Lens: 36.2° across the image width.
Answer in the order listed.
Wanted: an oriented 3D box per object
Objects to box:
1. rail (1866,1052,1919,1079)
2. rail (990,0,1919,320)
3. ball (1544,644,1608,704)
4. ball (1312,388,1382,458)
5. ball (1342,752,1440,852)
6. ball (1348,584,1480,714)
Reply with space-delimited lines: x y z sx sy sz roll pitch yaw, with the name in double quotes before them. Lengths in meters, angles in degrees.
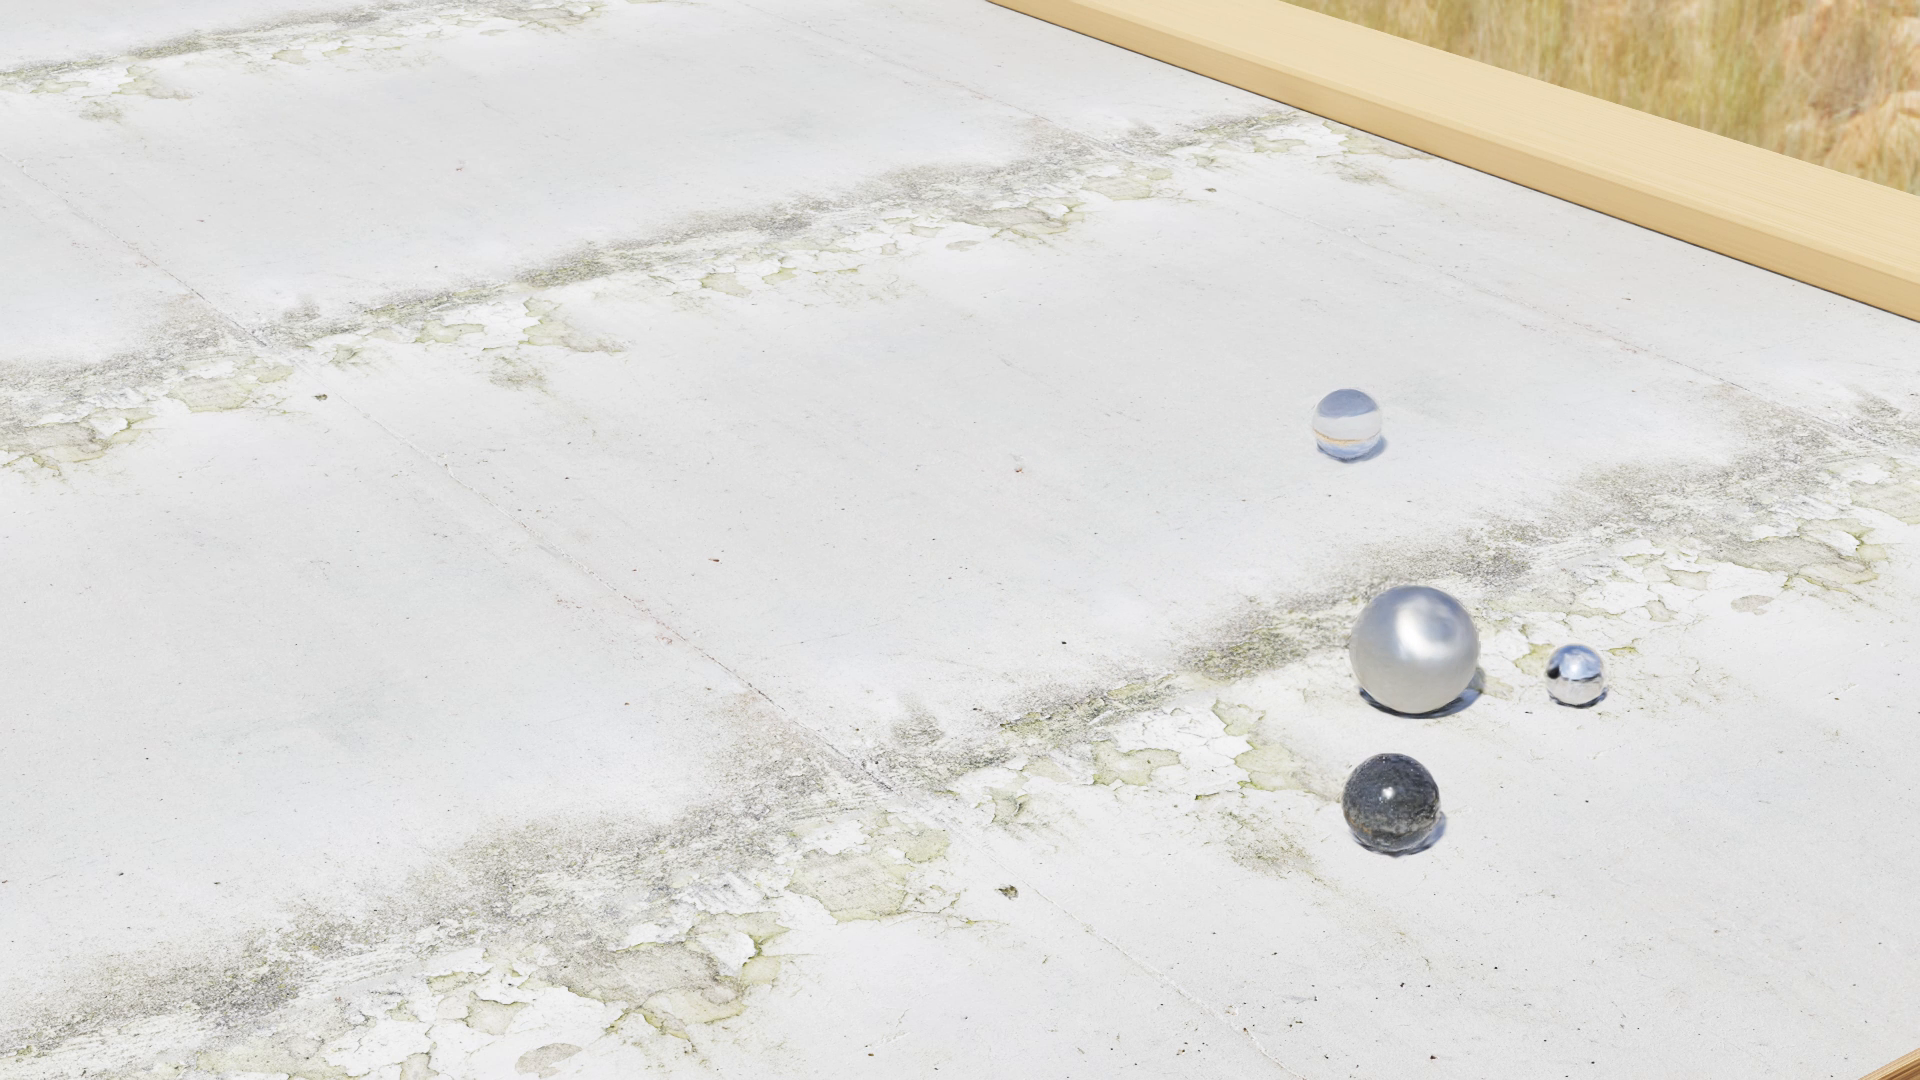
"rail" 0.519 0.277 1.524 2.082 0.114 0.045 -17 29 -32
"rail" 0.295 -0.581 3.401 0.045 0.114 3.665 -17 29 -32
"ball" 0.422 0.092 2.018 0.042 0.042 0.042 0 25 0
"ball" 0.317 -0.095 2.409 0.058 0.058 0.058 0 25 0
"ball" 0.269 0.164 1.838 0.061 0.061 0.061 0 25 0
"ball" 0.309 0.074 2.003 0.088 0.088 0.088 0 25 0
